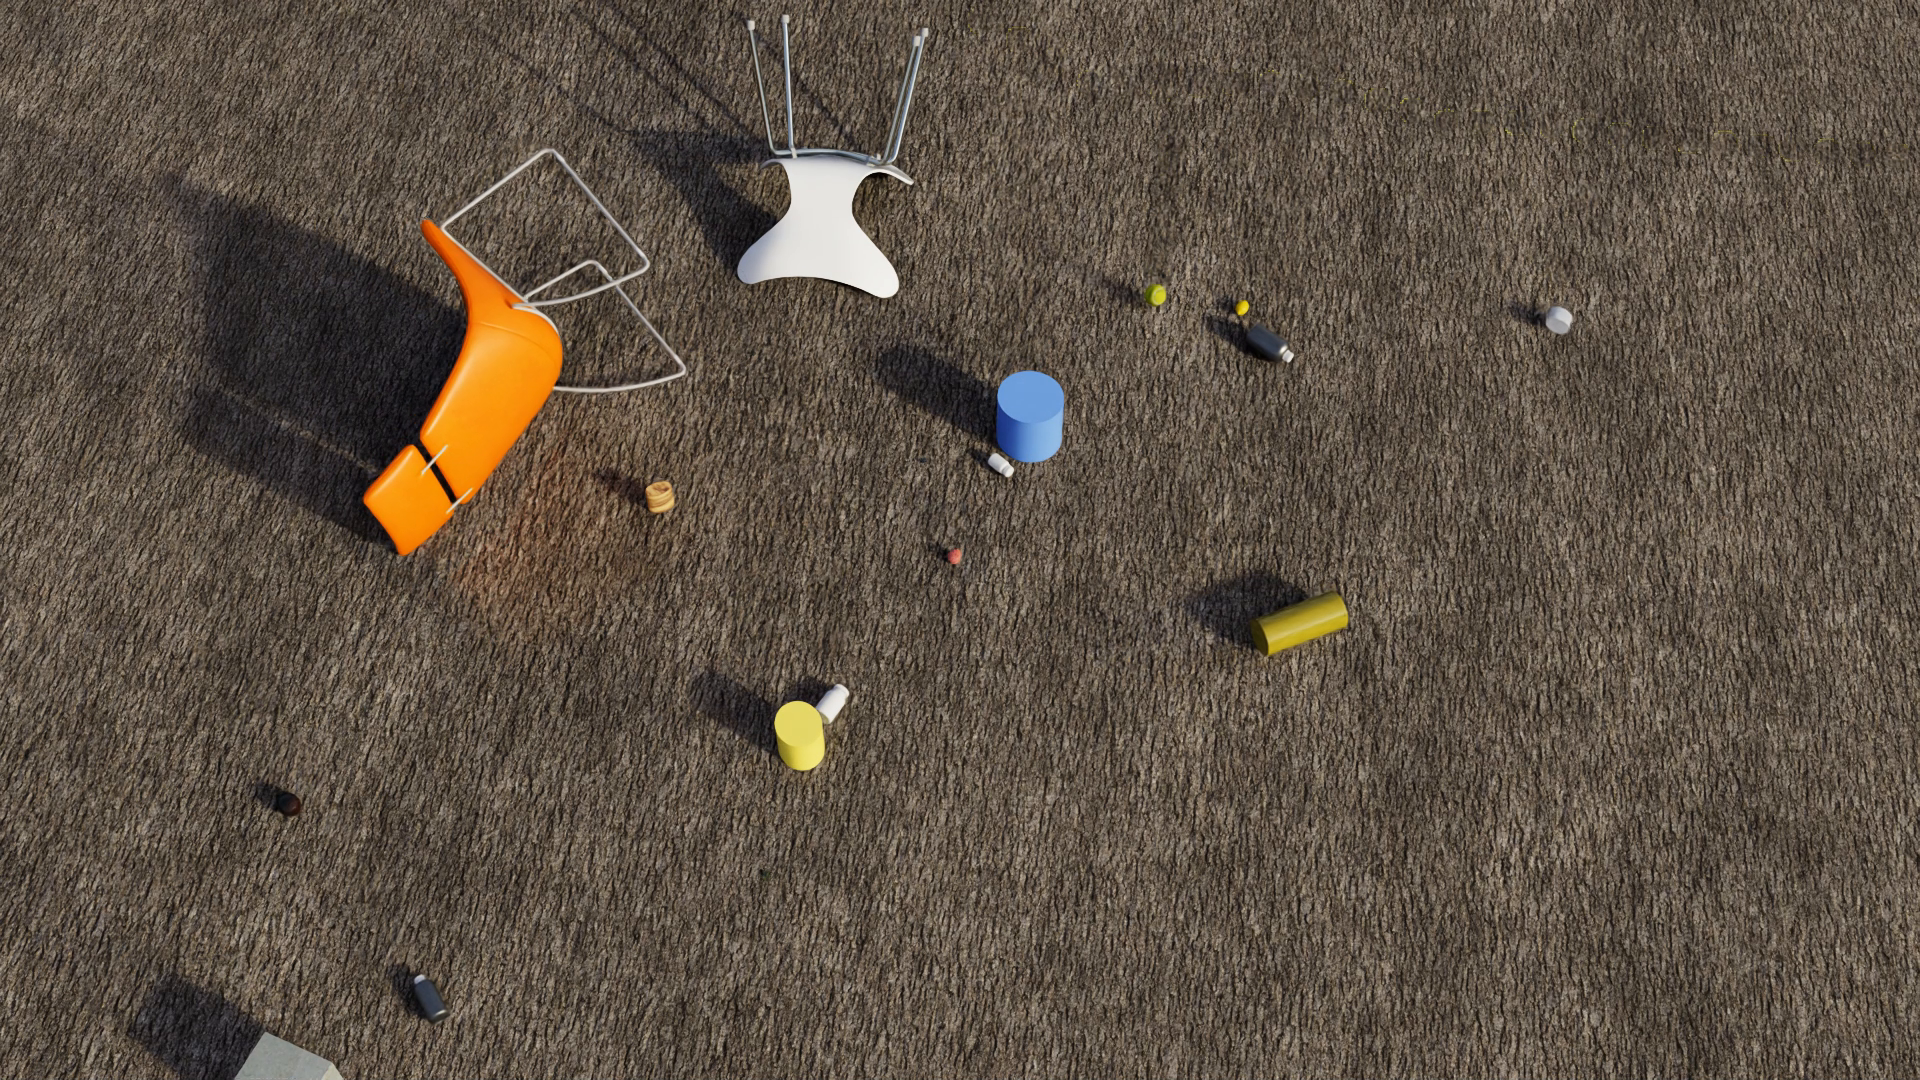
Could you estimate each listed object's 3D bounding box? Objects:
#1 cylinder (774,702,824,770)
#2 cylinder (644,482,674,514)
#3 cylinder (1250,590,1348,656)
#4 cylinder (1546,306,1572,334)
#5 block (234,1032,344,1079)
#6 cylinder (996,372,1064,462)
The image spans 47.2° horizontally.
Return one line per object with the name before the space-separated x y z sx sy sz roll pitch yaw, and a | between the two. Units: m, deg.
cylinder | -0.446 0.546 6.126 0.129 0.136 0.147 -18 58 -12
cylinder | -0.901 -0.128 6.603 0.081 0.095 0.044 -19 58 -12
cylinder | 0.978 0.238 6.345 0.256 0.116 0.113 -19 87 -12
cylinder | 1.907 -0.702 7.006 0.080 0.061 0.051 37 53 -9
block | -1.694 1.390 5.532 0.199 0.182 0.186 20 58 13
cylinder | 0.213 -0.375 6.705 0.204 0.201 0.196 31 61 19
